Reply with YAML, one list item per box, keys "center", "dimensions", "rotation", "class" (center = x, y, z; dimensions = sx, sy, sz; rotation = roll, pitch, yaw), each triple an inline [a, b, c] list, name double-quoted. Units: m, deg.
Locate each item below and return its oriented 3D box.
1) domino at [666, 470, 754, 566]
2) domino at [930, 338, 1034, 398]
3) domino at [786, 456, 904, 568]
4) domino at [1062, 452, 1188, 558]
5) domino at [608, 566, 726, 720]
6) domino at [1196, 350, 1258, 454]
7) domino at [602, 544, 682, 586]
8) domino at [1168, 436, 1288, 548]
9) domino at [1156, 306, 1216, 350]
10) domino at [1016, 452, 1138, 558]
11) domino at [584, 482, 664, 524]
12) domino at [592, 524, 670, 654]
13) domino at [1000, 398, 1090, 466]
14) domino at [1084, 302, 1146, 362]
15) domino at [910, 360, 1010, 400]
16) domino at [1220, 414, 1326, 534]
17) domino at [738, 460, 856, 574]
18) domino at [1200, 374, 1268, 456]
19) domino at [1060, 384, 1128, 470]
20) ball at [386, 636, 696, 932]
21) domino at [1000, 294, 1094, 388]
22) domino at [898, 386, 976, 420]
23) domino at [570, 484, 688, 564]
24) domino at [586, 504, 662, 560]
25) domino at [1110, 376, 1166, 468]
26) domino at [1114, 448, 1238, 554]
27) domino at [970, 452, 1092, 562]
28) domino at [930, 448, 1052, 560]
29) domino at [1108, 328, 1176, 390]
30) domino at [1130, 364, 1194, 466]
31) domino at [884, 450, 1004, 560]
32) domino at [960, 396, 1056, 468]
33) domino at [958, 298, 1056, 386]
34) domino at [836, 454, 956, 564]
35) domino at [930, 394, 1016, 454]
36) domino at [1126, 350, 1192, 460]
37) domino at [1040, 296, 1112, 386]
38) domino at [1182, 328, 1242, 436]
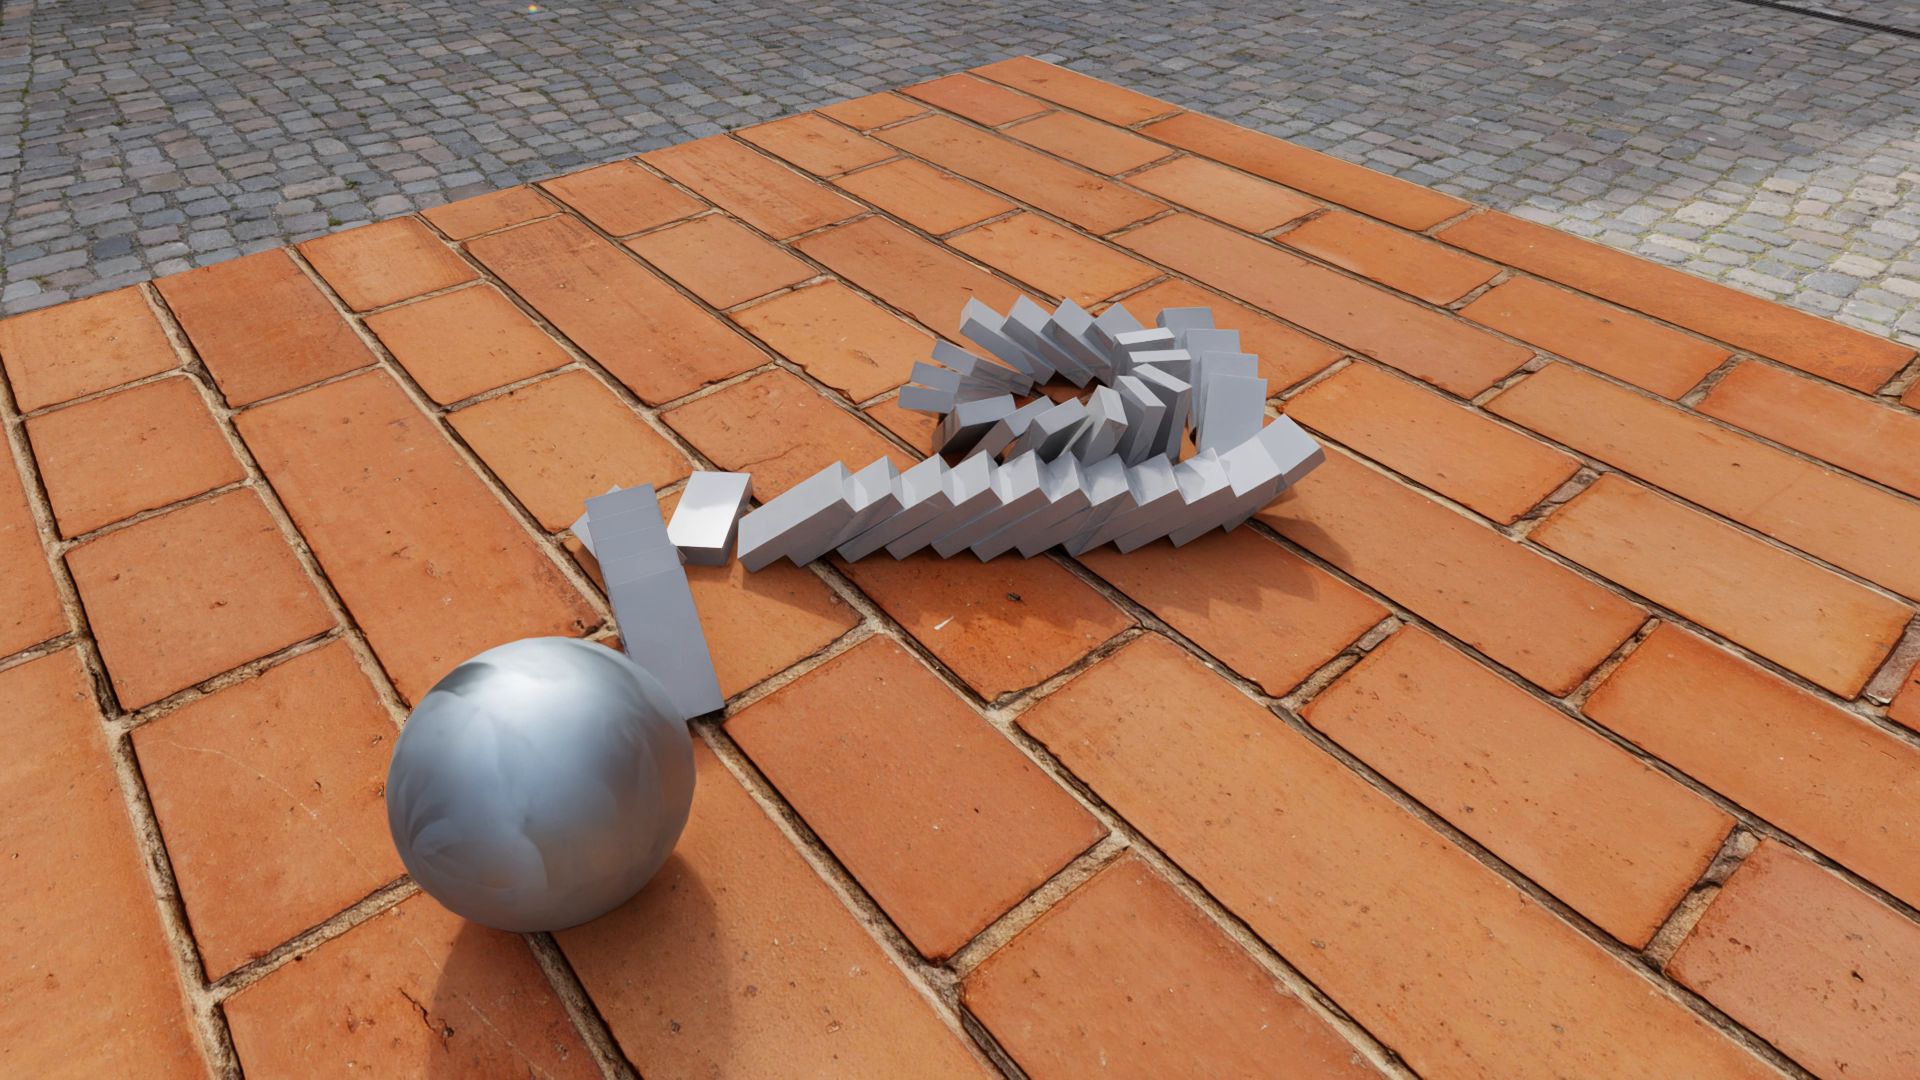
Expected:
- center: [-0.104, -0.010, 0.455]
  dimensions: [0.025, 0.010, 0.050]
  rotation: [3, 39, 4]
  class: "domino"
- center: [0.011, -0.081, 0.521]
  dimensions: [0.025, 0.010, 0.050]
  rotation: [32, 14, 33]
  class: "domino"
- center: [-0.047, -0.011, 0.438]
  dimensions: [0.050, 0.009, 0.025]
  rotation: [-29, 38, 14]
  class: "domino"
- center: [0.064, -0.014, 0.442]
  dimensions: [0.050, 0.009, 0.025]
  rotation: [-26, 37, 16]
  class: "domino"
- center: [-0.099, 0.036, 0.372]
  dimensions: [0.025, 0.050, 0.010]
  rotation: [-17, 1, -19]
  class: "domino"
- center: [0.120, -0.060, 0.496]
  dimensions: [0.025, 0.009, 0.050]
  rotation: [5, 72, 4]
  class: "domino"
- center: [-0.104, 0.029, 0.381]
  dimensions: [0.025, 0.050, 0.010]
  rotation: [-17, 1, -19]
  class: "domino"
- center: [0.104, -0.019, 0.448]
  dimensions: [0.050, 0.009, 0.025]
  rotation: [-30, 41, 11]
  class: "domino"
- center: [0.112, -0.087, 0.527]
  dimensions: [0.025, 0.009, 0.050]
  rotation: [-5, 73, -13]
  class: "domino"
- center: [0.045, -0.014, 0.441]
  dimensions: [0.050, 0.009, 0.025]
  rotation: [-26, 37, 16]
  class: "domino"
- center: [-0.120, 0.006, 0.408]
  dimensions: [0.025, 0.050, 0.009]
  rotation: [-17, 1, -18]
  class: "domino"
- center: [-0.110, 0.022, 0.390]
  dimensions: [0.025, 0.050, 0.009]
  rotation: [-16, 0, -19]
  class: "domino"
- center: [0.032, -0.037, 0.457]
  dimensions: [0.025, 0.050, 0.010]
  rotation: [-29, 75, -34]
  class: "domino"
- center: [0.086, -0.091, 0.535]
  dimensions: [0.050, 0.009, 0.025]
  rotation: [45, 50, 3]
  class: "domino"
- center: [0.001, -0.071, 0.507]
  dimensions: [0.025, 0.009, 0.050]
  rotation: [21, 8, 27]
  class: "domino"
- center: [0.123, -0.028, 0.457]
  dimensions: [0.050, 0.010, 0.025]
  rotation: [-37, 48, 5]
  class: "domino"
- center: [-0.065, -0.009, 0.435]
  dimensions: [0.050, 0.010, 0.025]
  rotation: [-29, 38, 14]
  class: "domino"
- center: [0.119, -0.047, 0.481]
  dimensions: [0.025, 0.009, 0.050]
  rotation: [8, 72, 10]
  class: "domino"
- center: [0.052, -0.036, 0.456]
  dimensions: [0.009, 0.050, 0.025]
  rotation: [17, 36, -16]
  class: "domino"
- center: [-0.115, 0.067, 0.306]
  dimensions: [0.080, 0.080, 0.080]
  rotation: [0, 39, 0]
  class: "ball"
- center: [0.045, -0.098, 0.543]
  dimensions: [0.050, 0.010, 0.025]
  rotation: [34, 39, -9]
  class: "domino"
- center: [-0.006, -0.060, 0.492]
  dimensions: [0.025, 0.010, 0.050]
  rotation: [10, 3, 20]
  class: "domino"
- center: [-0.131, 0.001, 0.434]
  dimensions: [0.025, 0.010, 0.050]
  rotation: [-45, 53, -8]
  class: "domino"
- center: [-0.115, 0.014, 0.399]
  dimensions: [0.025, 0.050, 0.010]
  rotation: [-17, 1, -19]
  class: "domino"
- center: [0.068, -0.040, 0.460]
  dimensions: [0.009, 0.050, 0.025]
  rotation: [-2, 37, -27]
  class: "domino"
- center: [0.084, -0.016, 0.444]
  dimensions: [0.050, 0.010, 0.025]
  rotation: [-26, 38, 15]
  class: "domino"
- center: [0.027, -0.013, 0.439]
  dimensions: [0.050, 0.010, 0.025]
  rotation: [-29, 36, 18]
  class: "domino"
- center: [0.011, -0.014, 0.438]
  dimensions: [0.050, 0.010, 0.025]
  rotation: [-28, 36, 20]
  class: "domino"
- center: [0.081, -0.070, 0.497]
  dimensions: [0.025, 0.050, 0.009]
  rotation: [-10, 40, -12]
  class: "domino"
- center: [0.081, -0.047, 0.468]
  dimensions: [0.009, 0.050, 0.025]
  rotation: [-24, 45, -35]
  class: "domino"
- center: [-0.007, -0.014, 0.439]
  dimensions: [0.050, 0.009, 0.025]
  rotation: [-29, 36, 19]
  class: "domino"
- center: [0.019, -0.041, 0.465]
  dimensions: [0.025, 0.050, 0.010]
  rotation: [-30, 84, -31]
  class: "domino"
- center: [0.024, -0.098, 0.541]
  dimensions: [0.050, 0.010, 0.025]
  rotation: [30, 32, -16]
  class: "domino"
- center: [-0.026, -0.013, 0.439]
  dimensions: [0.050, 0.009, 0.025]
  rotation: [-28, 36, 17]
  class: "domino"
- center: [0.005, -0.049, 0.477]
  dimensions: [0.025, 0.050, 0.009]
  rotation: [-13, 84, -15]
  class: "domino"
- center: [0.085, -0.058, 0.482]
  dimensions: [0.025, 0.050, 0.010]
  rotation: [-4, 36, -5]
  class: "domino"
- center: [0.066, -0.095, 0.540]
  dimensions: [0.050, 0.010, 0.025]
  rotation: [38, 44, -4]
  class: "domino"
- center: [0.118, -0.073, 0.512]
  dimensions: [0.025, 0.009, 0.050]
  rotation: [0, 72, -3]
  class: "domino"
